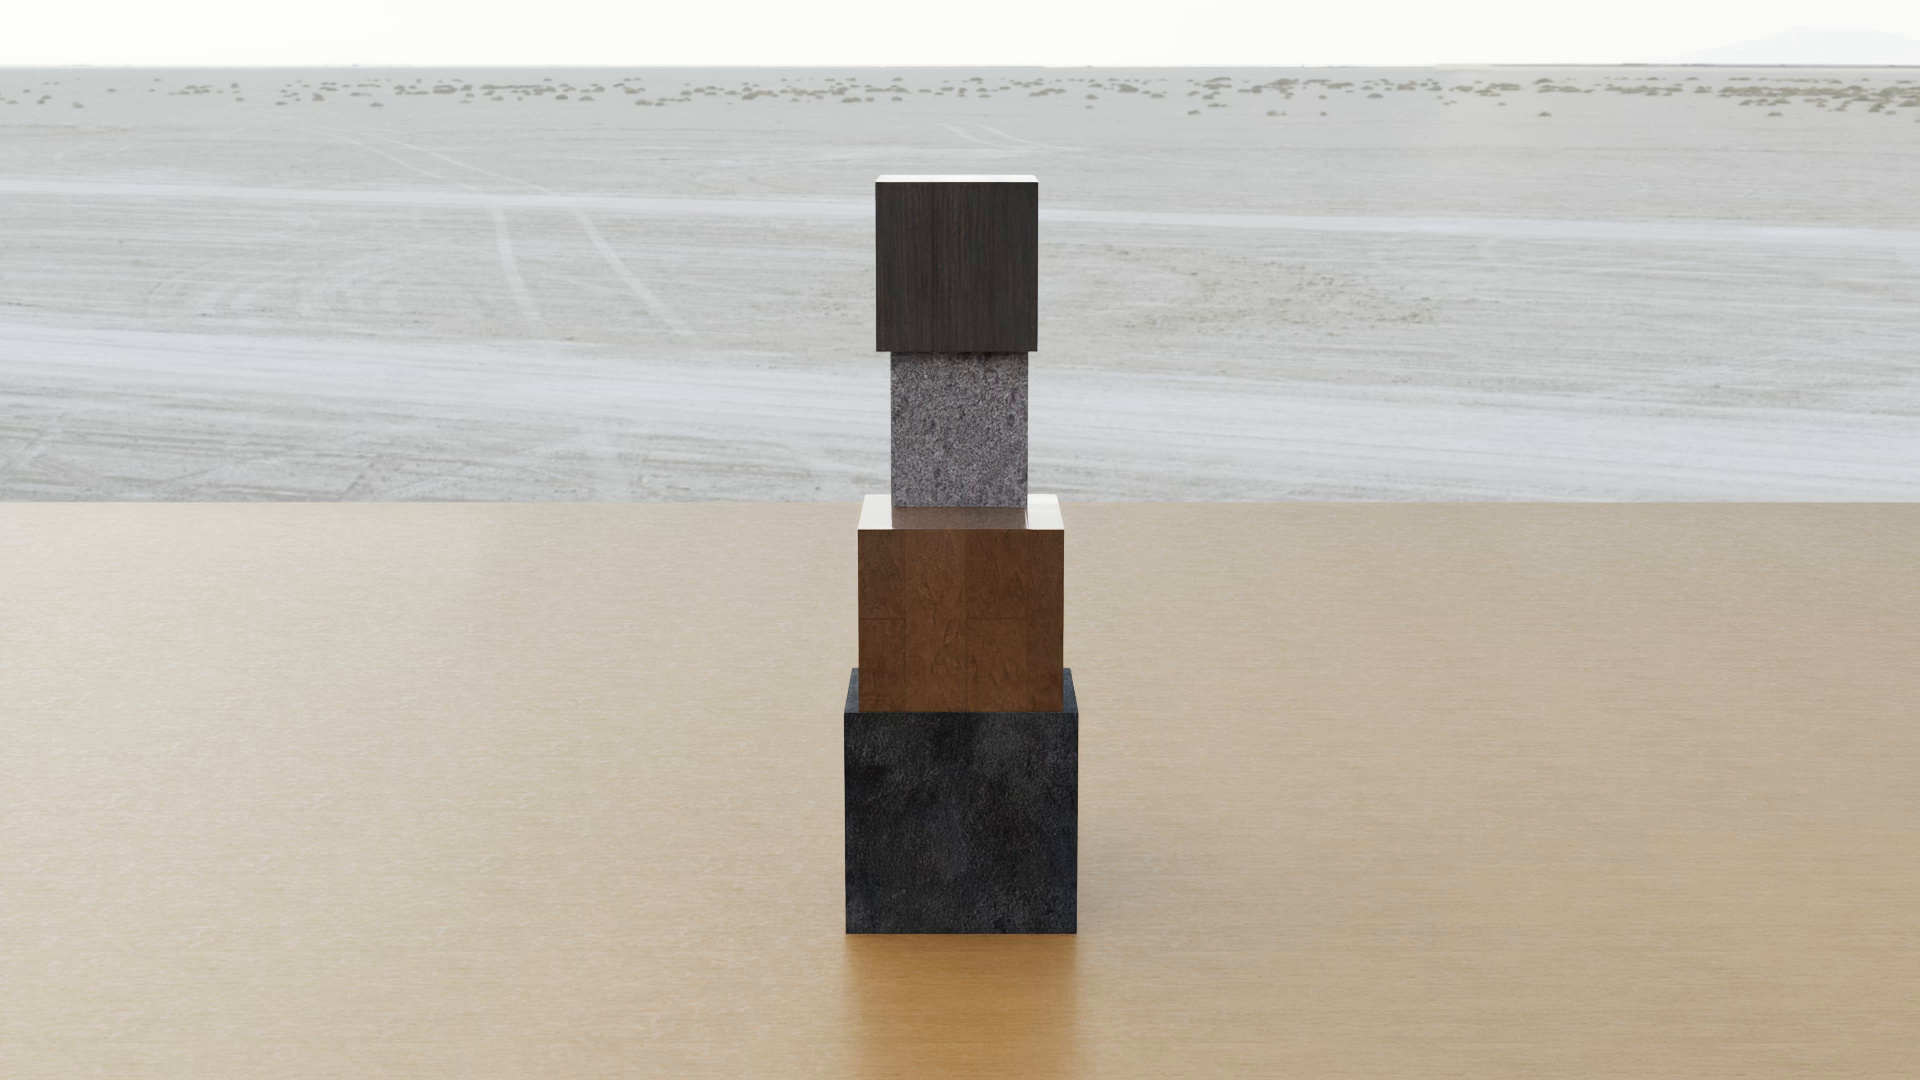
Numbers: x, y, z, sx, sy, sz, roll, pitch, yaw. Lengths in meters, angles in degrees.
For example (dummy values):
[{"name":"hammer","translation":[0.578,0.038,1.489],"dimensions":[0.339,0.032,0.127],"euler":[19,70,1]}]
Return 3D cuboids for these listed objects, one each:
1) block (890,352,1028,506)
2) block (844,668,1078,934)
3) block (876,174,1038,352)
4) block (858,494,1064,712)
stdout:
[{"name":"block","translation":[-0.003,-0.520,11.086],"dimensions":[0.578,0.664,0.591],"euler":[0,10,0]},{"name":"block","translation":[0.005,1.094,10.921],"dimensions":[0.956,0.940,0.809],"euler":[0,10,0]},{"name":"block","translation":[-0.013,-1.192,10.964],"dimensions":[0.672,0.701,0.709],"euler":[0,10,0]},{"name":"block","translation":[0.004,0.251,10.814],"dimensions":[0.832,0.757,0.866],"euler":[0,10,0]}]
